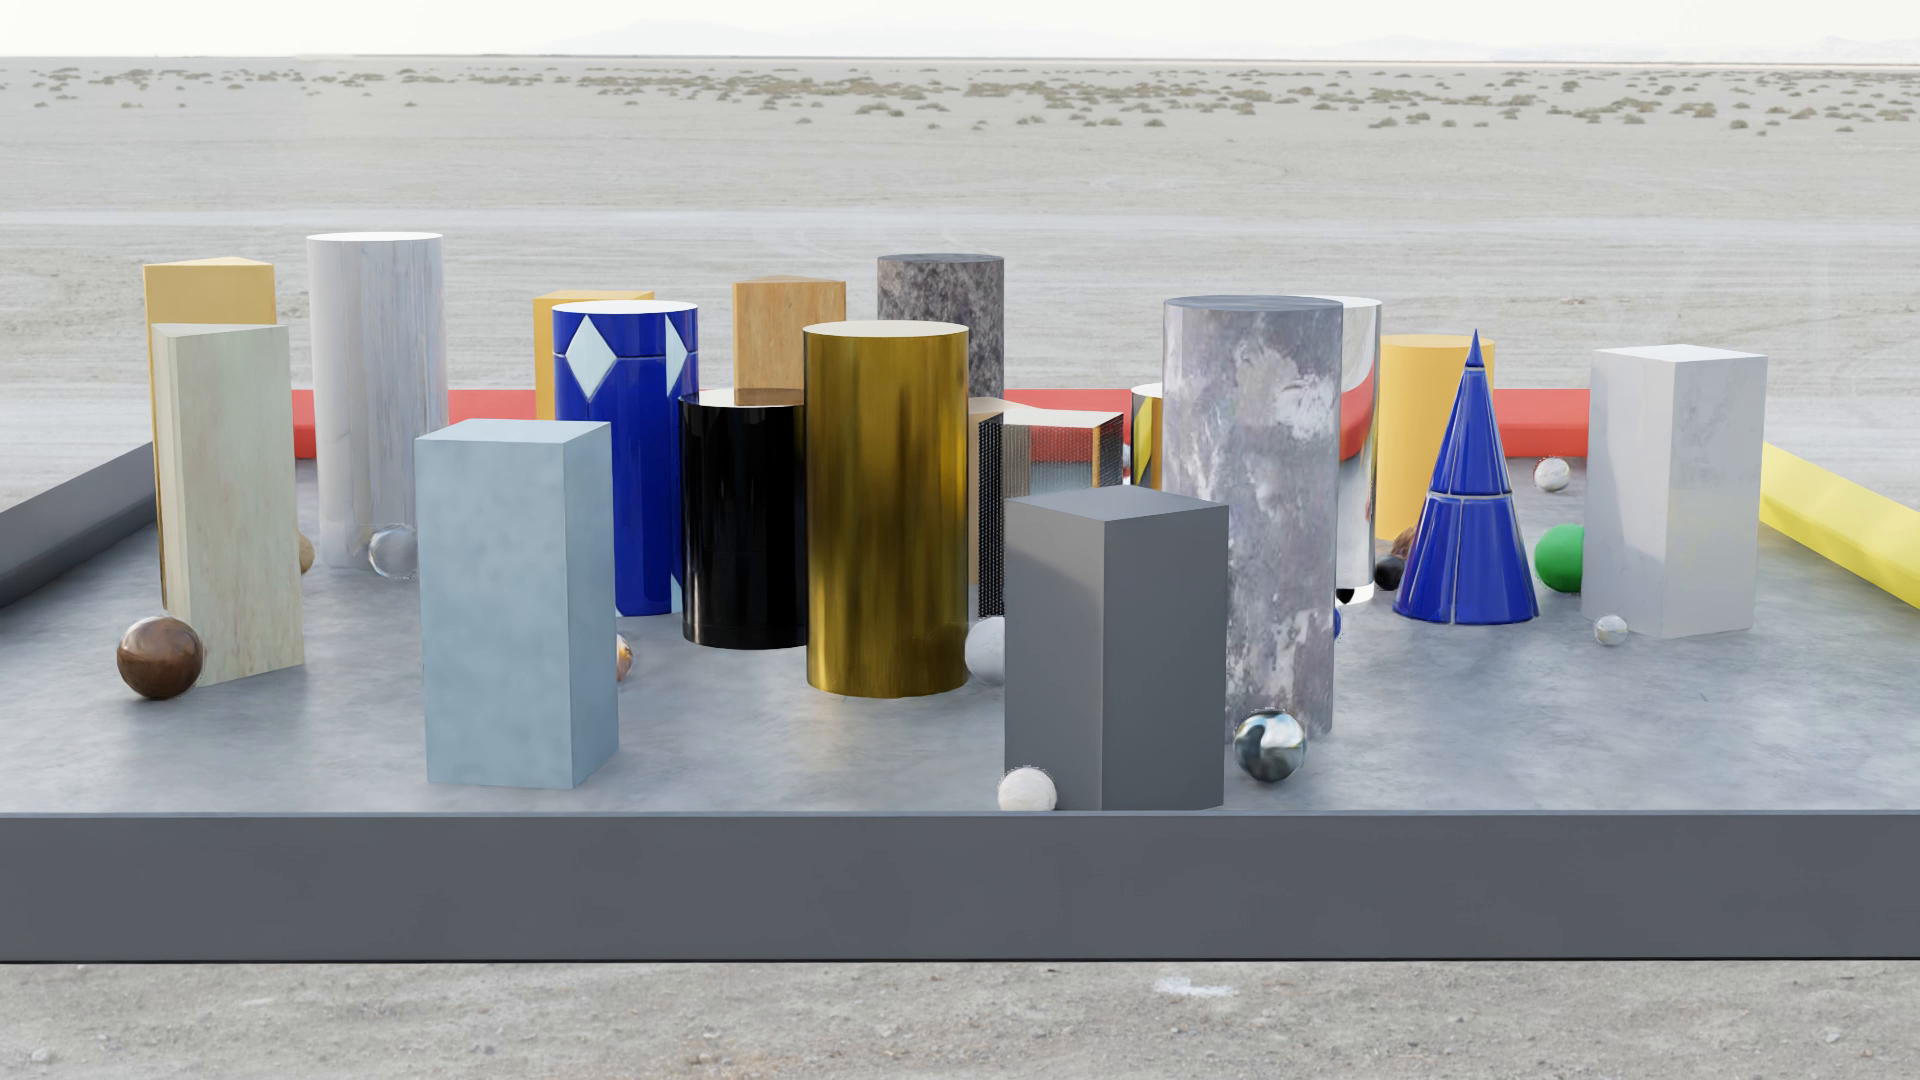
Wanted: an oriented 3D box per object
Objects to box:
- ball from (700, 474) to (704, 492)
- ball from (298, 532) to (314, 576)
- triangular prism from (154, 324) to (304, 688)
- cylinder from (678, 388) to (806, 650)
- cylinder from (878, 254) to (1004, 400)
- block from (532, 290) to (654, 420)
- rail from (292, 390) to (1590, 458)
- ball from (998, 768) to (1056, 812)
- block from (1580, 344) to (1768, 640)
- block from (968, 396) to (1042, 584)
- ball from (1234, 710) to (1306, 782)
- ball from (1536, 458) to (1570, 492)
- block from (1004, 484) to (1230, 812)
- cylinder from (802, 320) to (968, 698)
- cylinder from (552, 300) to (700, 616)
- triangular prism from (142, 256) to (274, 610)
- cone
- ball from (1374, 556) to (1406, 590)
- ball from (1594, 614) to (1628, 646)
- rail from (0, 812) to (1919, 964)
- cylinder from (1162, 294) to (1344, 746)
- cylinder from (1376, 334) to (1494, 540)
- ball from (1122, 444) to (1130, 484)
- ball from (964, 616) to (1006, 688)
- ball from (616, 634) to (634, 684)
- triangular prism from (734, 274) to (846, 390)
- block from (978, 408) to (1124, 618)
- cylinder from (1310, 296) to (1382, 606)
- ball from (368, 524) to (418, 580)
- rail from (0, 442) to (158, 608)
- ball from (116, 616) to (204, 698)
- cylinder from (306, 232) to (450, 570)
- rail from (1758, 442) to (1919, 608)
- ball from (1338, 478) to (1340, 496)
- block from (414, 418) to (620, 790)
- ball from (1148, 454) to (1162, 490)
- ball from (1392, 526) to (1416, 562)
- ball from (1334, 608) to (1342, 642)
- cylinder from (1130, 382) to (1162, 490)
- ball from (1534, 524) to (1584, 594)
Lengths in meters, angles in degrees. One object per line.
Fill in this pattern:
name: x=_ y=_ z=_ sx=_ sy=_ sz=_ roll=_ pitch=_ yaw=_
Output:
ball: x=-0.459 y=-0.094 z=4.330 sx=0.056 sy=0.056 sz=0.056 roll=0 pitch=11 yaw=0
ball: x=-0.961 y=0.021 z=3.678 sx=0.068 sy=0.068 sz=0.068 roll=0 pitch=11 yaw=0
triangular prism: x=-0.917 y=-0.050 z=3.103 sx=0.146 sy=0.416 sz=0.169 roll=8 pitch=13 yaw=36
cylinder: x=-0.261 y=-0.031 z=3.298 sx=0.195 sy=0.308 sz=0.195 roll=0 pitch=11 yaw=0
cylinder: x=-0.030 y=-0.218 z=3.960 sx=0.195 sy=0.434 sz=0.195 roll=0 pitch=11 yaw=0
block: x=-0.584 y=-0.214 z=4.135 sx=0.156 sy=0.363 sz=0.156 roll=1 pitch=11 yaw=8
rail: x=-0.008 y=-0.215 z=4.780 sx=2.601 sy=0.126 sz=0.045 roll=0 pitch=11 yaw=0
ball: x=0.065 y=0.249 z=2.481 sx=0.057 sy=0.057 sz=0.057 roll=0 pitch=11 yaw=0
block: x=0.932 y=-0.067 z=3.358 sx=0.156 sy=0.357 sz=0.156 roll=-5 pitch=12 yaw=-27
block: x=0.010 y=-0.072 z=3.698 sx=0.156 sy=0.244 sz=0.156 roll=-6 pitch=12 yaw=-28
ball: x=0.318 y=0.211 z=2.634 sx=0.075 sy=0.075 sz=0.075 roll=0 pitch=11 yaw=0
ball: x=1.021 y=-0.112 z=4.418 sx=0.059 sy=0.059 sz=0.059 roll=0 pitch=11 yaw=0
block: x=0.154 y=0.112 z=2.544 sx=0.156 sy=0.303 sz=0.156 roll=-7 pitch=13 yaw=-35
cylinder: x=-0.087 y=-0.041 z=3.042 sx=0.195 sy=0.421 sz=0.195 roll=0 pitch=11 yaw=0
cylinder: x=-0.450 y=-0.114 z=3.482 sx=0.195 sy=0.405 sz=0.195 roll=0 pitch=11 yaw=0
triangular prism: x=-0.998 y=-0.148 z=3.503 sx=0.169 sy=0.464 sz=0.146 roll=-1 pitch=11 yaw=-3
cone: x=0.681 y=-0.093 z=3.422 sx=0.195 sy=0.385 sz=0.195 roll=0 pitch=11 yaw=0
ball: x=0.601 y=0.046 z=3.581 sx=0.049 sy=0.049 sz=0.049 roll=0 pitch=11 yaw=0
ball: x=0.824 y=0.115 z=3.247 sx=0.040 sy=0.040 sz=0.040 roll=0 pitch=11 yaw=0
rail: x=0.008 y=0.280 z=2.118 sx=2.601 sy=0.126 sz=0.045 roll=0 pitch=11 yaw=0
cylinder: x=0.318 y=-0.026 z=2.829 sx=0.195 sy=0.471 sz=0.195 roll=0 pitch=11 yaw=0
cylinder: x=0.732 y=-0.161 z=4.015 sx=0.195 sy=0.303 sz=0.195 roll=0 pitch=11 yaw=0
ball: x=0.265 y=-0.127 z=4.423 sx=0.086 sy=0.086 sz=0.086 roll=0 pitch=11 yaw=0
ball: x=0.046 y=0.130 z=2.979 sx=0.083 sy=0.083 sz=0.083 roll=0 pitch=11 yaw=0
ball: x=-0.420 y=0.141 z=3.037 sx=0.066 sy=0.066 sz=0.066 roll=0 pitch=11 yaw=0
triangular prism: x=-0.268 y=-0.205 z=3.981 sx=0.169 sy=0.401 sz=0.146 roll=-2 pitch=11 yaw=-8
block: x=0.123 y=-0.035 z=3.446 sx=0.156 sy=0.262 sz=0.156 roll=3 pitch=11 yaw=18
cylinder: x=0.479 y=-0.127 z=3.546 sx=0.195 sy=0.406 sz=0.195 roll=0 pitch=11 yaw=0
ball: x=-0.808 y=0.017 z=3.673 sx=0.078 sy=0.078 sz=0.078 roll=0 pitch=11 yaw=0
rail: x=-1.277 y=0.034 z=3.442 sx=0.045 sy=0.126 sz=2.755 roll=0 pitch=11 yaw=0
ball: x=-0.928 y=0.136 z=2.978 sx=0.097 sy=0.097 sz=0.097 roll=0 pitch=11 yaw=0
cylinder: x=-0.855 y=-0.209 z=3.792 sx=0.195 sy=0.478 sz=0.195 roll=0 pitch=11 yaw=0
rail: x=1.277 y=0.031 z=3.456 sx=0.045 sy=0.126 sz=2.755 roll=0 pitch=11 yaw=0
ball: x=0.594 y=-0.088 z=4.250 sx=0.073 sy=0.073 sz=0.073 roll=0 pitch=11 yaw=0
block: x=-0.457 y=0.062 z=2.665 sx=0.156 sy=0.356 sz=0.156 roll=2 pitch=11 yaw=10
ball: x=0.360 y=-0.110 z=4.346 sx=0.082 sy=0.082 sz=0.082 roll=0 pitch=11 yaw=0
ball: x=0.652 y=0.022 z=3.618 sx=0.087 sy=0.087 sz=0.087 roll=0 pitch=11 yaw=0
ball: x=0.440 y=0.104 z=3.213 sx=0.074 sy=0.074 sz=0.074 roll=0 pitch=11 yaw=0
cylinder: x=0.313 y=-0.030 z=3.261 sx=0.195 sy=0.321 sz=0.195 roll=0 pitch=11 yaw=0
ball: x=0.849 y=0.026 z=3.571 sx=0.097 sy=0.097 sz=0.097 roll=0 pitch=11 yaw=0
